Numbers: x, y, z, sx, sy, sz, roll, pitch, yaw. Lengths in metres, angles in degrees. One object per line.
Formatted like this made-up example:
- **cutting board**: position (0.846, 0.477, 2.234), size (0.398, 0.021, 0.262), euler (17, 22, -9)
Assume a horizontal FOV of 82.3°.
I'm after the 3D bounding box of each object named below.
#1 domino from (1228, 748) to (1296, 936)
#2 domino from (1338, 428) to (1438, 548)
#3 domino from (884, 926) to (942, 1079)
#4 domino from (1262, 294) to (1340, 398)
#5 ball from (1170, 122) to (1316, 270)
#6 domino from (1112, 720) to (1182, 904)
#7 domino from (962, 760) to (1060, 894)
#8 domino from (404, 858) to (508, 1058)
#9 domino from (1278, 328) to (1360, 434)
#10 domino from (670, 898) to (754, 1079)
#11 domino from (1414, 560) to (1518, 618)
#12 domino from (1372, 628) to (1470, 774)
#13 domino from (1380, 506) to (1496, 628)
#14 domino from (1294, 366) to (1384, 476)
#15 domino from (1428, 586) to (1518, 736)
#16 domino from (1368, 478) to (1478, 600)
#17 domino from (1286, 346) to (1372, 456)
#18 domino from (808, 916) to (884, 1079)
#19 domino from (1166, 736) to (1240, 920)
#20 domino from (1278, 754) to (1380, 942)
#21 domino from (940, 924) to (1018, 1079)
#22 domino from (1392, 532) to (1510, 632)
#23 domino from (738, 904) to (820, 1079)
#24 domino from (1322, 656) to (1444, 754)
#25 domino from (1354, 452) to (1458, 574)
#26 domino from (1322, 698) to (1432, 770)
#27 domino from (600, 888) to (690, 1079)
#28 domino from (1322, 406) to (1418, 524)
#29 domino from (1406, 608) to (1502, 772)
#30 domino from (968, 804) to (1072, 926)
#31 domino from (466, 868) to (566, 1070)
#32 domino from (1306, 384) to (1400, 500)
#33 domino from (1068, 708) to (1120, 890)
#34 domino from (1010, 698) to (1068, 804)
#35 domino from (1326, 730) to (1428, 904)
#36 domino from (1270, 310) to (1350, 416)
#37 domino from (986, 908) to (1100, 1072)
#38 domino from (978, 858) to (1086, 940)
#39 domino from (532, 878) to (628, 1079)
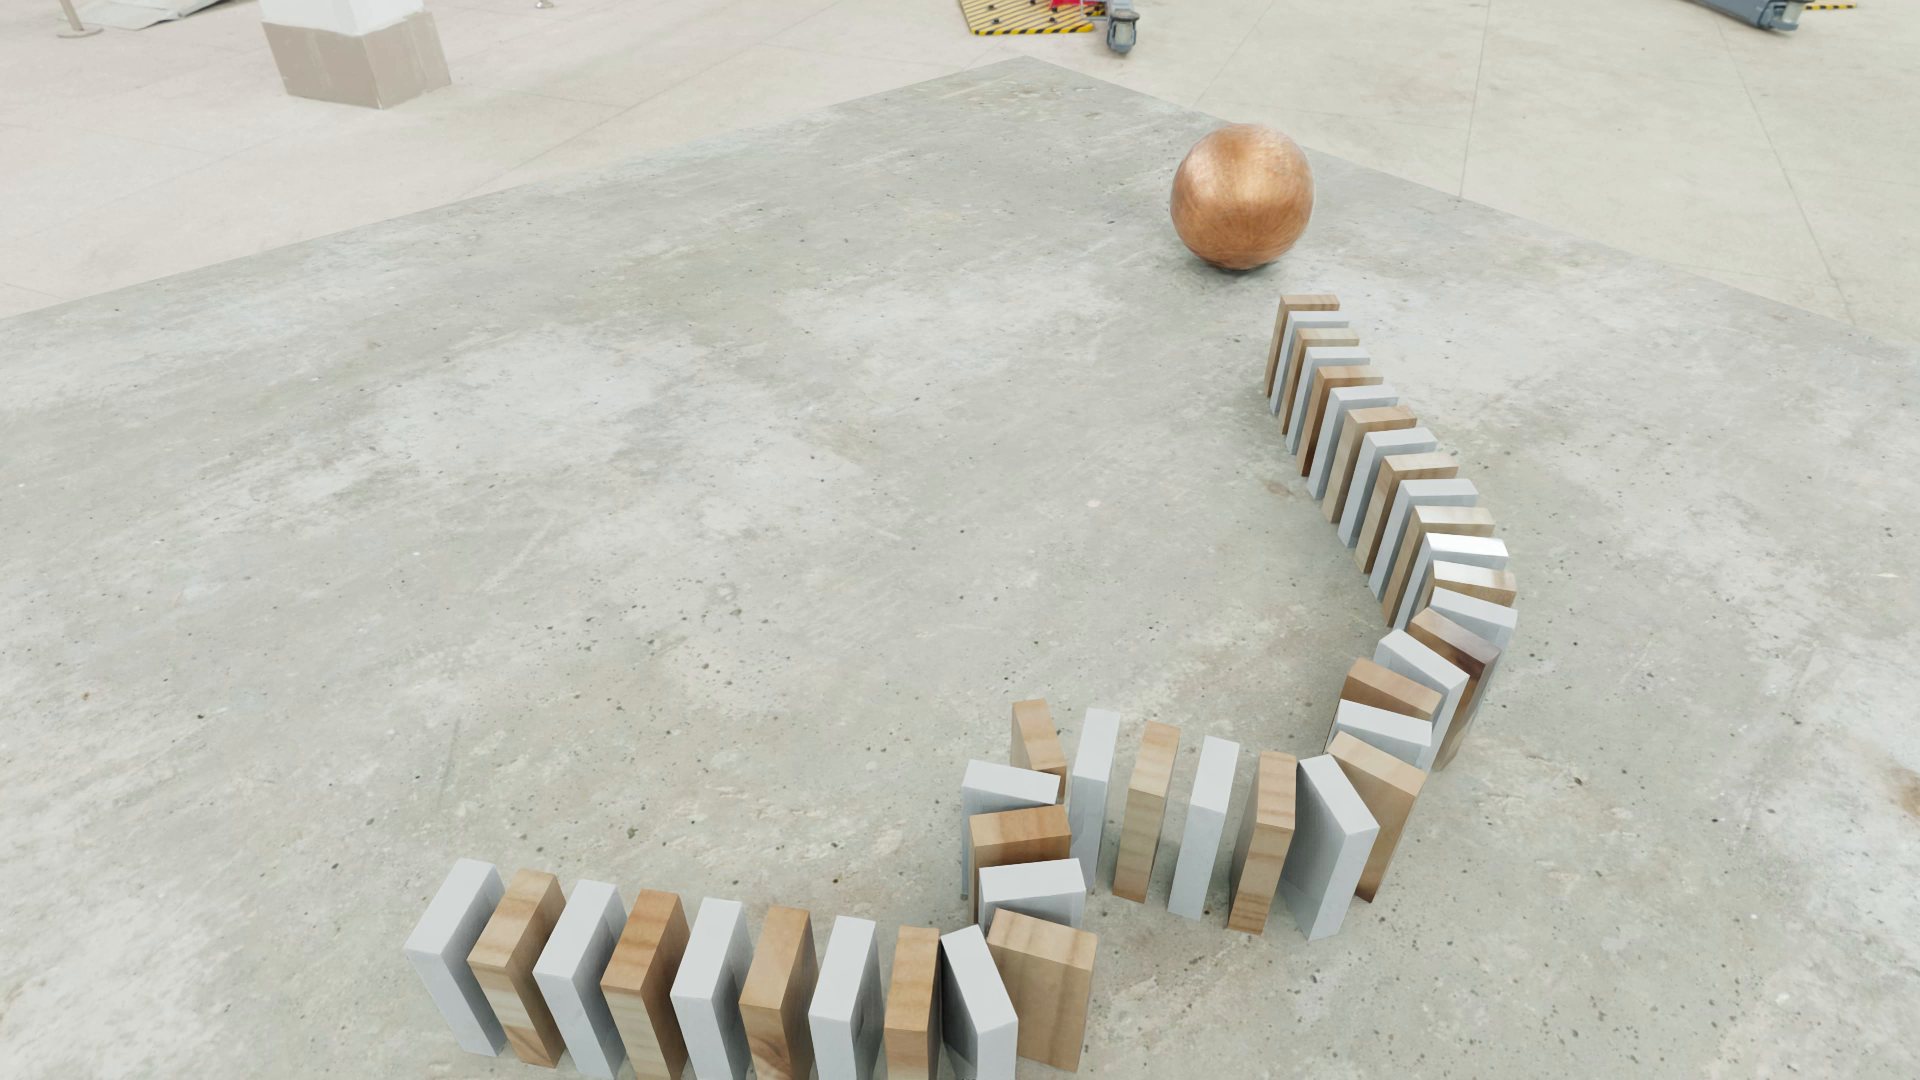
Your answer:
- **domino**: position (0.084, 0.085, 0.308), size (0.009, 0.050, 0.025), euler (9, 40, 11)
- **domino**: position (0.169, -0.020, 0.436), size (0.025, 0.050, 0.009), euler (-6, 40, -7)
- **domino**: position (-0.011, 0.119, 0.266), size (0.009, 0.050, 0.025), euler (4, 39, 4)
- **domino**: position (0.162, -0.092, 0.524), size (0.025, 0.050, 0.010), euler (0, 39, -1)
- **ball**: position (0.160, -0.195, 0.626), size (0.080, 0.080, 0.080), euler (0, 39, 0)
- **domino**: position (0.053, 0.079, 0.316), size (0.009, 0.050, 0.025), euler (13, 41, 15)
- **domino**: position (0.014, 0.084, 0.309), size (0.025, 0.050, 0.009), euler (9, 40, 10)
- **domino**: position (-0.123, 0.107, 0.281), size (0.009, 0.050, 0.025), euler (7, 40, 8)
- **domino**: position (0.162, -0.071, 0.498), size (0.025, 0.050, 0.009), euler (0, 39, 0)
- **domino**: position (-0.059, 0.114, 0.272), size (0.009, 0.050, 0.025), euler (5, 40, 6)
- **domino**: position (0.168, 0.031, 0.374), size (0.025, 0.050, 0.010), euler (10, 40, 12)
- **domino**: position (0.139, 0.055, 0.345), size (0.009, 0.050, 0.025), euler (-25, 45, -27)
- **domino**: position (0.172, 0.011, 0.399), size (0.025, 0.050, 0.009), euler (2, 39, 2)
- **domino**: position (0.163, -0.051, 0.473), size (0.025, 0.050, 0.009), euler (-2, 39, -2)
- **domino**: position (0.162, 0.041, 0.362), size (0.025, 0.050, 0.010), euler (18, 43, 21)
- **domino**: position (0.172, 0.000, 0.411), size (0.025, 0.050, 0.009), euler (-1, 39, -2)
- **domino**: position (0.162, -0.061, 0.486), size (0.025, 0.050, 0.009), euler (-1, 39, -1)
- **domino**: position (-0.027, 0.117, 0.268), size (0.009, 0.050, 0.025), euler (6, 40, 8)
- **domino**: position (0.069, 0.082, 0.311), size (0.009, 0.050, 0.025), euler (12, 41, 15)
- **domino**: position (0.100, 0.086, 0.306), size (0.009, 0.050, 0.025), euler (-10, 40, -12)
- **domino**: position (0.004, 0.119, 0.266), size (0.009, 0.050, 0.025), euler (-13, 41, -16)
- **domino**: position (0.171, 0.021, 0.386), size (0.025, 0.050, 0.010), euler (5, 40, 6)
- **domino**: position (-0.043, 0.115, 0.270), size (0.010, 0.050, 0.025), euler (6, 40, 7)
- **domino**: position (0.127, 0.061, 0.336), size (0.025, 0.050, 0.010), euler (26, 46, 29)
- **domino**: position (0.171, -0.010, 0.424), size (0.025, 0.050, 0.010), euler (-4, 40, -5)
- **domino**: position (0.119, 0.071, 0.325), size (0.025, 0.050, 0.009), euler (14, 41, 16)
- **domino**: position (-0.075, 0.113, 0.274), size (0.010, 0.050, 0.025), euler (6, 40, 7)
- **domino**: position (0.166, -0.030, 0.448), size (0.025, 0.050, 0.009), euler (-6, 40, -7)
- **domino**: position (0.152, 0.048, 0.352), size (0.009, 0.050, 0.025), euler (-29, 47, -30)
- **domino**: position (0.015, 0.093, 0.298), size (0.025, 0.050, 0.009), euler (-5, 40, -7)
- **domino**: position (-0.107, 0.109, 0.278), size (0.009, 0.050, 0.025), euler (7, 40, 8)
- **domino**: position (0.164, -0.040, 0.461), size (0.025, 0.050, 0.009), euler (-4, 40, -5)
- **domino**: position (0.038, 0.075, 0.319), size (0.009, 0.050, 0.025), euler (9, 40, 11)
- **domino**: position (0.022, 0.073, 0.322), size (0.009, 0.050, 0.025), euler (-7, 40, -8)
- **domino**: position (0.113, 0.080, 0.314), size (0.025, 0.050, 0.009), euler (26, 46, 28)
- **domino**: position (0.162, -0.082, 0.511), size (0.025, 0.050, 0.010), euler (0, 39, 0)
- **domino**: position (0.019, 0.113, 0.274), size (0.025, 0.050, 0.010), euler (11, 41, 13)
- **domino**: position (0.018, 0.103, 0.286), size (0.025, 0.050, 0.010), euler (-4, 40, -5)
- **domino**: position (-0.091, 0.111, 0.276), size (0.010, 0.050, 0.025), euler (6, 40, 8)
